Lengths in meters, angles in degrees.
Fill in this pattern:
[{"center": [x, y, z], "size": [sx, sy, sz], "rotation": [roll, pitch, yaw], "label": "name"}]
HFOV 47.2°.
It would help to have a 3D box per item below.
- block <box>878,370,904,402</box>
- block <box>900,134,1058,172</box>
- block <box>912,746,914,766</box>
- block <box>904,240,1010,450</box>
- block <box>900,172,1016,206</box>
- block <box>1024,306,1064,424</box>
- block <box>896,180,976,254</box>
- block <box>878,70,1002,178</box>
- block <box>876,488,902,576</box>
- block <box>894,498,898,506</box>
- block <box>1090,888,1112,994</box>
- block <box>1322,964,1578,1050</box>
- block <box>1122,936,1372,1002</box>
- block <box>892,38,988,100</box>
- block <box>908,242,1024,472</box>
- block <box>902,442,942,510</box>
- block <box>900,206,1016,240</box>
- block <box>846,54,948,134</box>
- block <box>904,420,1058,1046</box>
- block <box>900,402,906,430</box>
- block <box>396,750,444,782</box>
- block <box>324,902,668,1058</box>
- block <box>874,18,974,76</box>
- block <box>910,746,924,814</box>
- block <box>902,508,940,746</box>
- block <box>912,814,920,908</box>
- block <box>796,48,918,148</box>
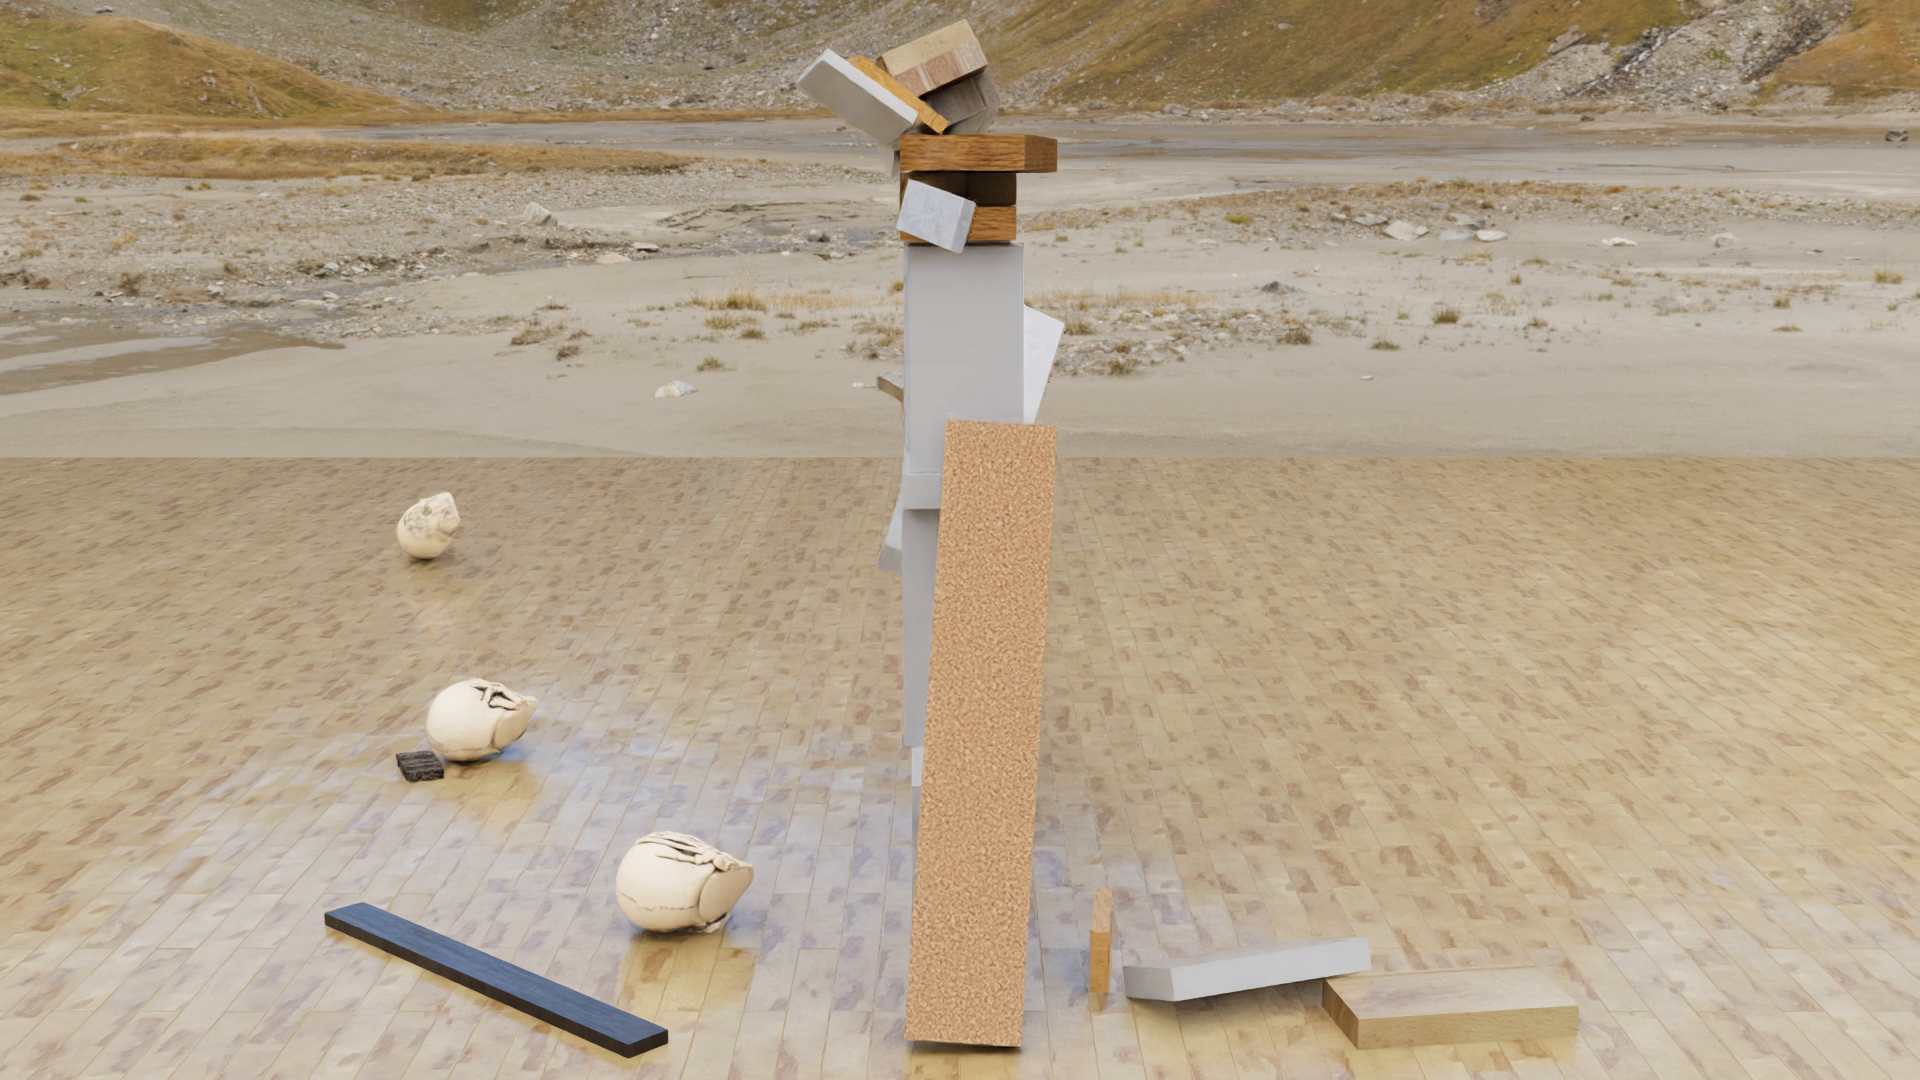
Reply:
[{"center": [-0.069, -0.285, 4.200], "size": [0.096, 0.027, 0.192], "rotation": [-14, 26, -27], "label": "block"}, {"center": [0.034, -0.575, 3.280], "size": [0.179, 0.051, 0.357], "rotation": [1, 9, 10], "label": "block"}, {"center": [-0.001, 0.039, 4.454], "size": [0.175, 0.907, 0.050], "rotation": [0, -21, 1], "label": "block"}, {"center": [-0.005, -0.308, 3.452], "size": [0.166, 0.332, 0.047], "rotation": [-1, 11, -1], "label": "block"}, {"center": [-0.001, -0.564, 3.534], "size": [0.179, 0.051, 0.357], "rotation": [0, 9, 1], "label": "block"}, {"center": [0.086, -0.305, 4.093], "size": [0.145, 0.041, 0.568], "rotation": [24, 30, -3], "label": "block"}, {"center": [-0.034, -0.447, 3.029], "size": [0.020, 0.071, 0.142], "rotation": [7, 15, -37], "label": "block"}, {"center": [-0.037, -0.653, 3.474], "size": [0.179, 0.051, 0.357], "rotation": [-25, 4, -1], "label": "block"}, {"center": [-0.025, -0.042, 3.724], "size": [0.168, 0.048, 0.336], "rotation": [21, 36, -4], "label": "block"}, {"center": [-0.068, 0.023, 3.736], "size": [0.055, 0.016, 0.375], "rotation": [-21, 32, 5], "label": "block"}, {"center": [0.214, 0.605, 3.329], "size": [0.027, 0.095, 0.190], "rotation": [2, 11, 5], "label": "block"}, {"center": [0.697, 0.665, 3.141], "size": [0.321, 0.046, 0.161], "rotation": [-2, 11, -9], "label": "block"}, {"center": [0.419, 0.626, 3.218], "size": [0.321, 0.046, 0.161], "rotation": [-4, -7, -22], "label": "block"}, {"center": [-0.046, -0.691, 3.364], "size": [0.145, 0.041, 0.290], "rotation": [-26, 4, -4], "label": "block"}, {"center": [0.010, -0.267, 3.224], "size": [0.166, 0.332, 0.047], "rotation": [0, 13, 0], "label": "block"}, {"center": [0.001, -0.103, 3.395], "size": [0.178, 0.050, 0.355], "rotation": [0, 11, -1], "label": "block"}, {"center": [-0.004, -0.478, 3.308], "size": [0.166, 0.047, 0.332], "rotation": [0, 9, -1], "label": "block"}, {"center": [-0.094, -0.635, 3.147], "size": [0.158, 0.022, 0.079], "rotation": [35, -3, -18], "label": "block"}, {"center": [0.032, 0.265, 3.110], "size": [0.161, 0.872, 0.046], "rotation": [4, -9, 1], "label": "block"}, {"center": [0.001, -0.190, 4.069], "size": [0.168, 0.048, 0.336], "rotation": [-6, 23, -10], "label": "block"}, {"center": [-1.072, 0.449, 4.371], "size": [0.071, 0.020, 0.142], "rotation": [-4, 11, -22], "label": "block"}, {"center": [-0.712, 0.649, 3.294], "size": [0.765, 0.020, 0.071], "rotation": [10, 14, 42], "label": "block"}, {"center": [-0.083, -0.722, 3.405], "size": [0.145, 0.041, 0.290], "rotation": [-26, 4, -15], "label": "block"}, {"center": [0.004, 0.344, 3.267], "size": [0.146, 0.041, 0.292], "rotation": [0, 11, 0], "label": "block"}, {"center": [0.003, 0.126, 3.316], "size": [0.178, 0.369, 0.050], "rotation": [0, 10, 0], "label": "block"}, {"center": [0.004, 0.525, 3.211], "size": [0.146, 0.292, 0.041], "rotation": [0, 15, 0], "label": "block"}, {"center": [-0.145, -0.623, 3.104], "size": [0.157, 0.022, 0.079], "rotation": [32, -31, -21], "label": "block"}]
